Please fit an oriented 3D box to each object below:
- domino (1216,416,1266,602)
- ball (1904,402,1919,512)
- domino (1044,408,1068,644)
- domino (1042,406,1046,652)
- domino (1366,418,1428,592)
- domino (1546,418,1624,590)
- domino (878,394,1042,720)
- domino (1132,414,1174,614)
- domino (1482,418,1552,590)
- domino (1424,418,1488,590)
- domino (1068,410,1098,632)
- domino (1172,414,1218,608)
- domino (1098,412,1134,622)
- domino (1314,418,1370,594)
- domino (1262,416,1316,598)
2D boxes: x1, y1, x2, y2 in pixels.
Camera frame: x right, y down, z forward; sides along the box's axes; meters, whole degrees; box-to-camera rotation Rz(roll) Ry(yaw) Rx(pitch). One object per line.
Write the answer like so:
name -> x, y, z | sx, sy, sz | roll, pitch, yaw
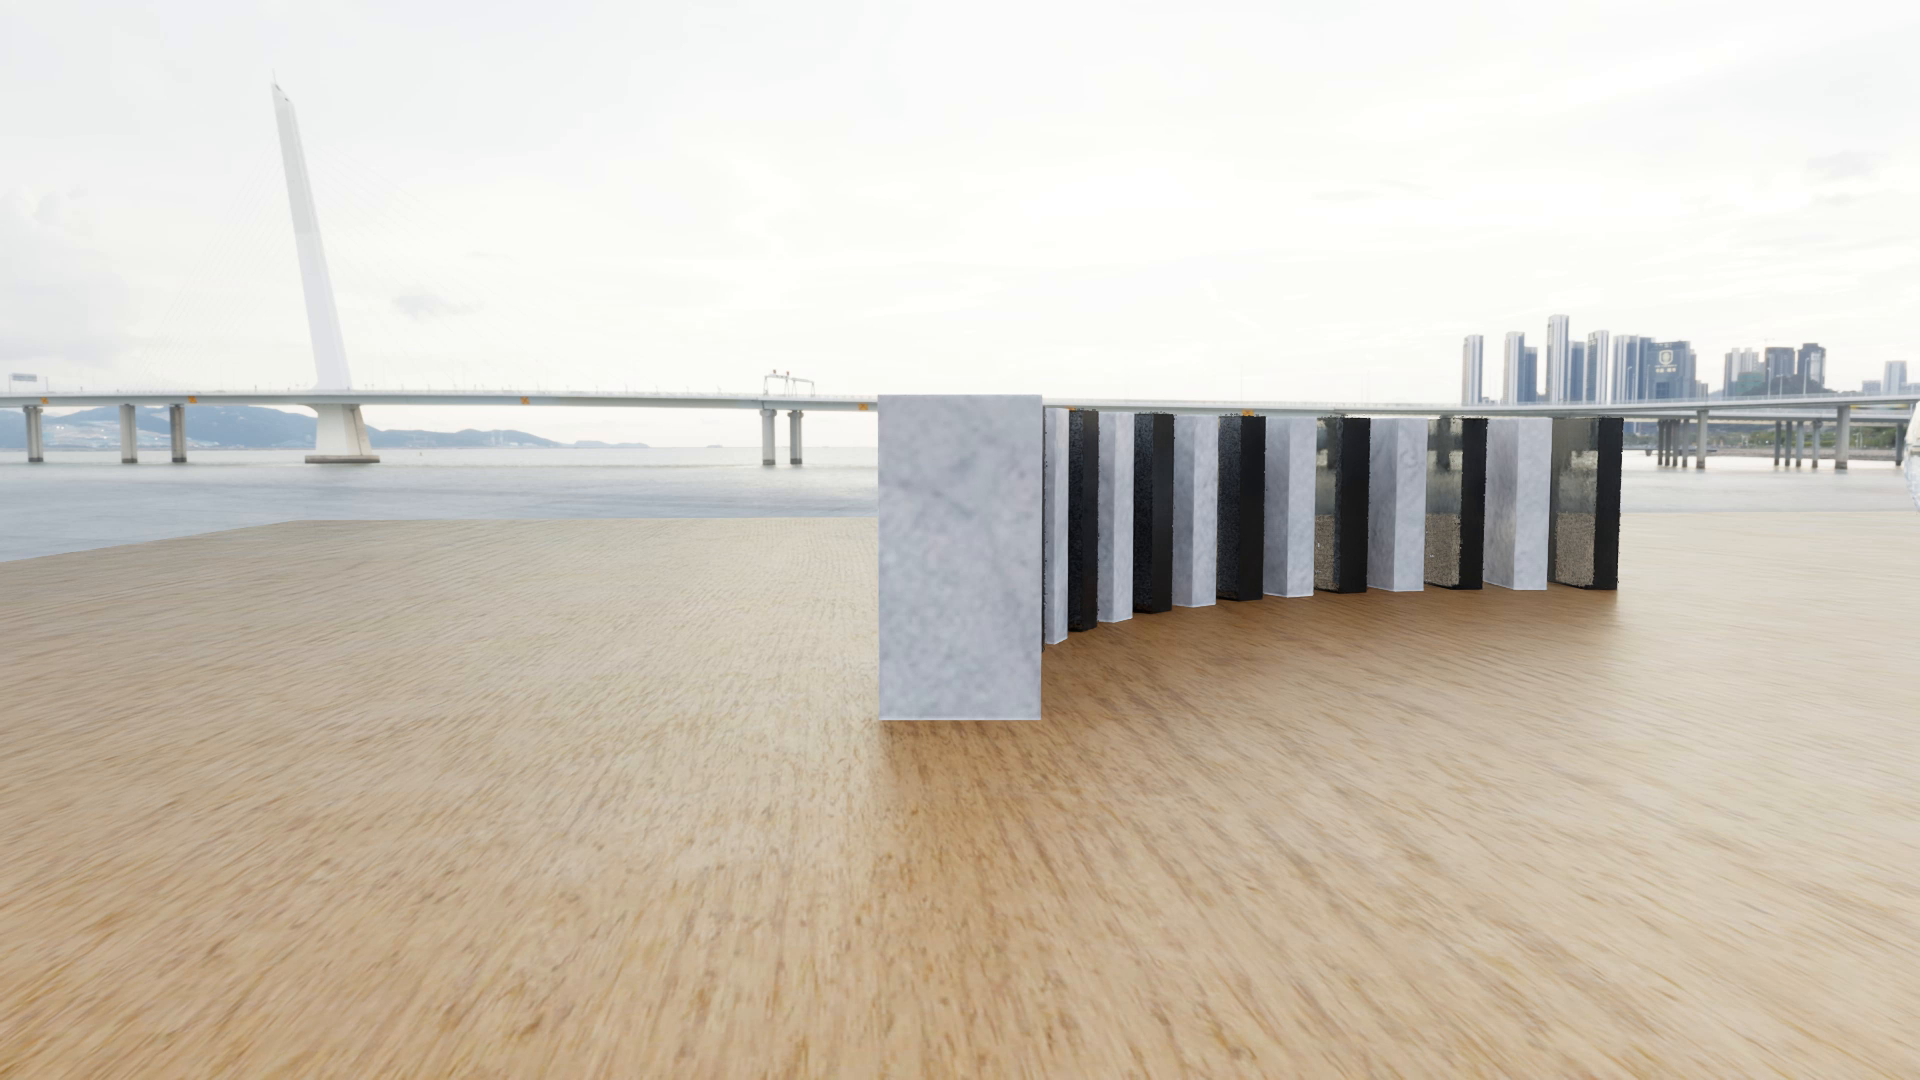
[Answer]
domino -> 0.072, -0.009, 0.357 | 0.009, 0.050, 0.025 | -3, 5, -34
ball -> 0.331, -0.026, 0.383 | 0.080, 0.080, 0.080 | 0, 4, 0
domino -> 0.010, -0.003, 0.280 | 0.025, 0.050, 0.010 | 2, 5, 21
domino -> 0.004, -0.002, 0.261 | 0.025, 0.050, 0.010 | 1, 4, 14
domino -> 0.127, -0.011, 0.382 | 0.009, 0.050, 0.025 | -1, 4, -14
domino -> 0.187, -0.011, 0.385 | 0.009, 0.050, 0.025 | 0, 4, 0
domino -> 0.000, 0.002, 0.201 | 0.025, 0.050, 0.009 | 0, 4, 0
domino -> 0.042, -0.007, 0.331 | 0.025, 0.050, 0.010 | 4, 6, 42
domino -> 0.167, -0.011, 0.386 | 0.009, 0.050, 0.025 | 0, 4, 1
domino -> 0.147, -0.011, 0.385 | 0.009, 0.050, 0.025 | 0, 4, -5
domino -> 0.019, -0.005, 0.298 | 0.025, 0.050, 0.009 | 2, 5, 28
domino -> 0.056, -0.008, 0.345 | 0.010, 0.050, 0.025 | -4, 6, -41
domino -> 0.029, -0.006, 0.315 | 0.025, 0.050, 0.009 | 3, 5, 35
domino -> 0.108, -0.011, 0.376 | 0.010, 0.050, 0.025 | -2, 5, -20
domino -> 0.089, -0.010, 0.368 | 0.010, 0.050, 0.025 | -2, 5, -27
